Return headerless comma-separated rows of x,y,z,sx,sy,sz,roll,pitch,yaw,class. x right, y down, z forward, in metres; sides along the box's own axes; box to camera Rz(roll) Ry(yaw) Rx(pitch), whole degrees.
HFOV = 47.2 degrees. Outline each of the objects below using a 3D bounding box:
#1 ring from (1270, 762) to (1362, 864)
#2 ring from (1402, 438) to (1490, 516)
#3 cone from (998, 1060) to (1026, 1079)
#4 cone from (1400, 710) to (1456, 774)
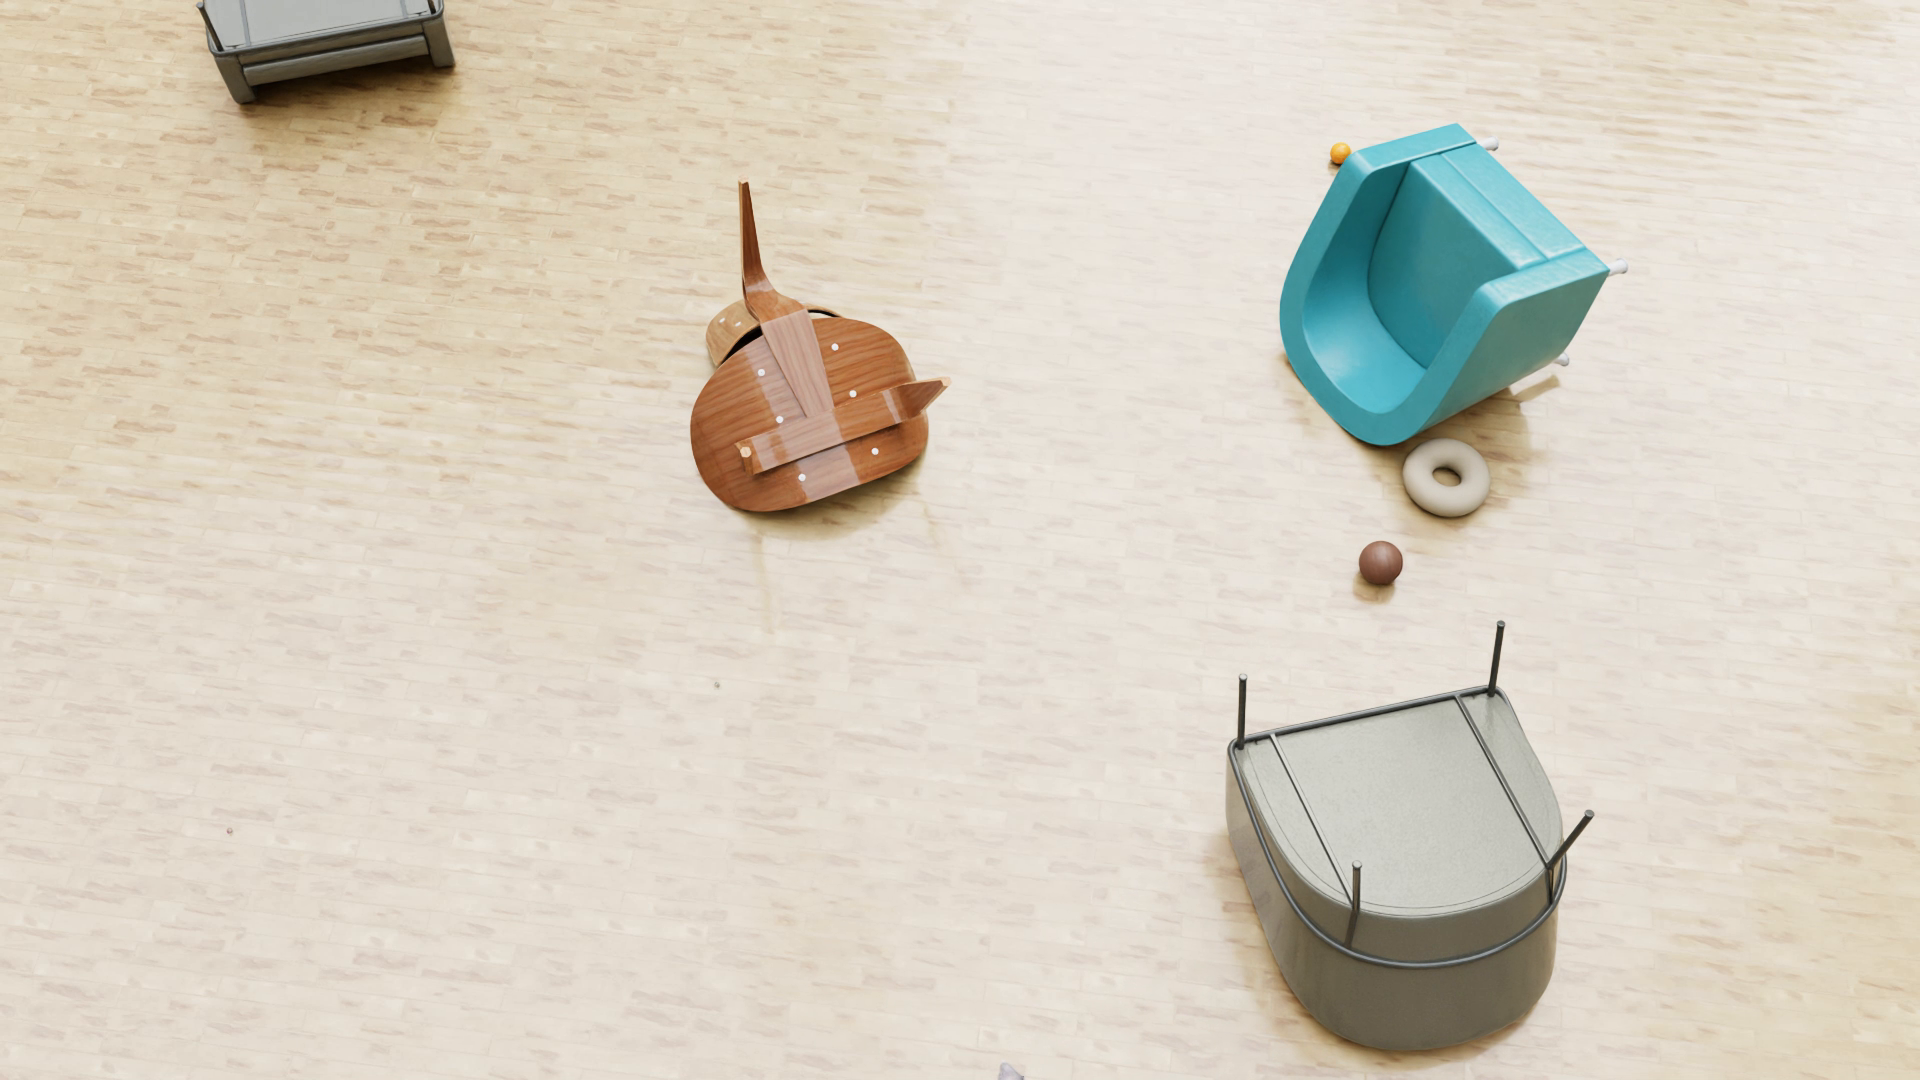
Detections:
0.977,0.748,6.036,0.218,0.060,0.352,30,61,17,ring
1.471,-0.190,6.647,0.264,0.092,0.272,-6,57,-5,ring
0.133,1.389,5.603,0.157,0.133,0.185,4,32,-22,cone
1.343,0.593,6.130,0.197,0.168,0.154,-35,93,-48,cone
